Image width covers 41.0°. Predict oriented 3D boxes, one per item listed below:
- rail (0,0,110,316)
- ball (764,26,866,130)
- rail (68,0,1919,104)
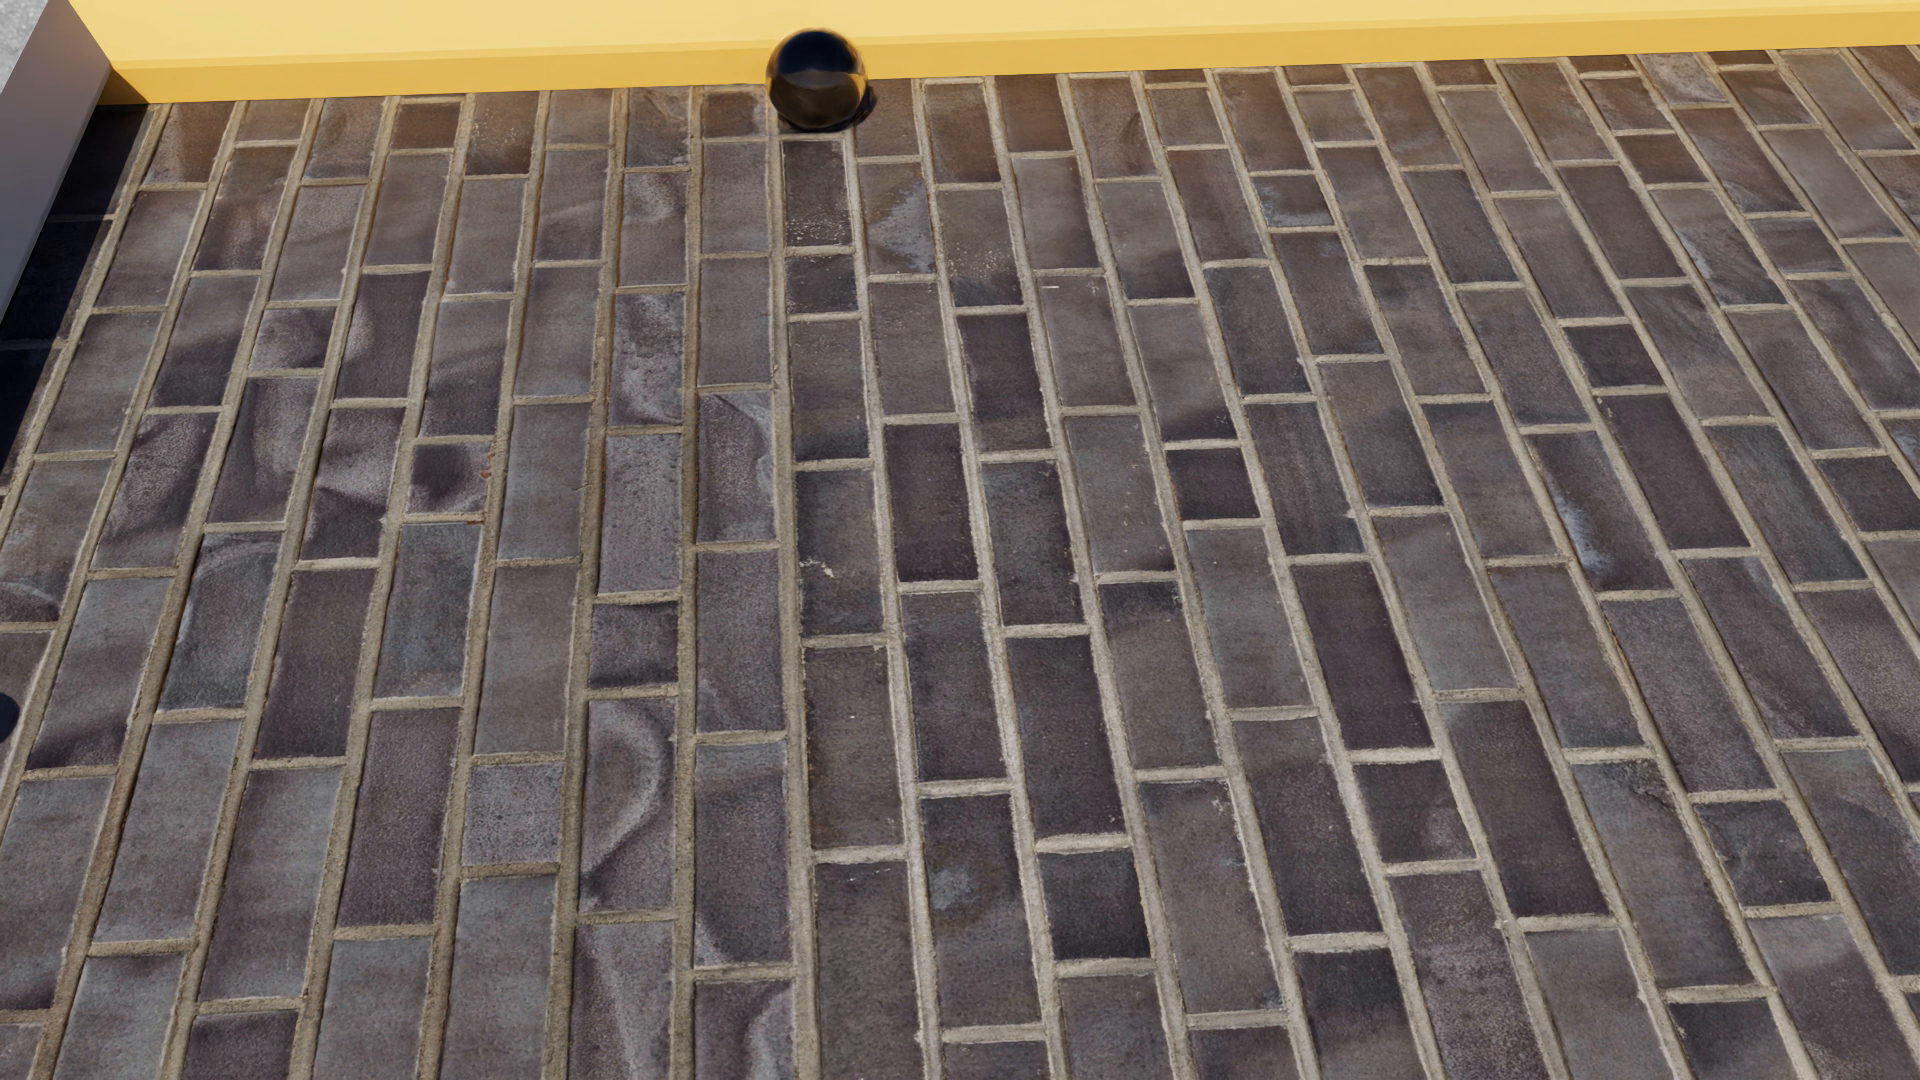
[{"bbox_3d":[-0.706,0.007,1.650,0.045,0.115,1.526,-3,36,-4],"label":"rail"},{"bbox_3d":[-0.126,-0.403,2.241,0.088,0.088,0.088,0,36,0],"label":"ball"},{"bbox_3d":[0.674,-0.489,2.335,2.927,0.115,0.045,-3,36,-4],"label":"rail"}]
